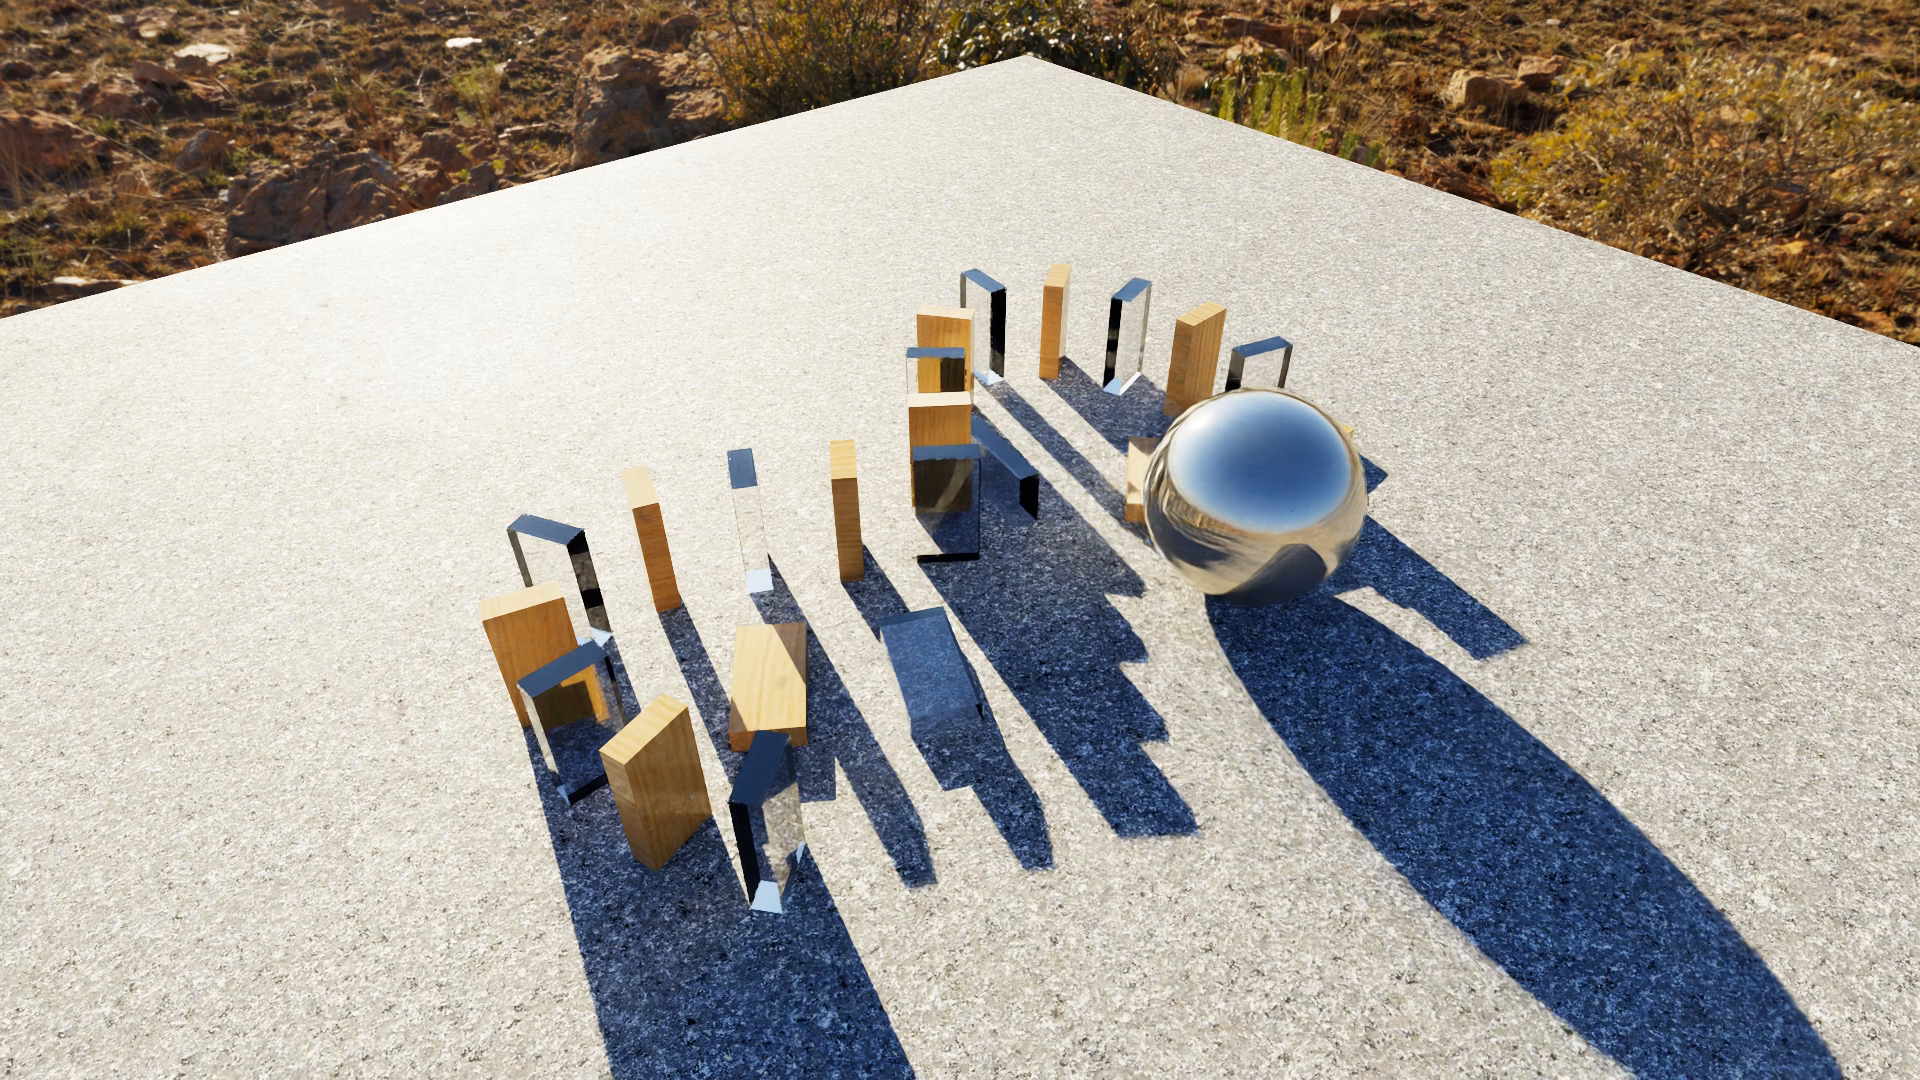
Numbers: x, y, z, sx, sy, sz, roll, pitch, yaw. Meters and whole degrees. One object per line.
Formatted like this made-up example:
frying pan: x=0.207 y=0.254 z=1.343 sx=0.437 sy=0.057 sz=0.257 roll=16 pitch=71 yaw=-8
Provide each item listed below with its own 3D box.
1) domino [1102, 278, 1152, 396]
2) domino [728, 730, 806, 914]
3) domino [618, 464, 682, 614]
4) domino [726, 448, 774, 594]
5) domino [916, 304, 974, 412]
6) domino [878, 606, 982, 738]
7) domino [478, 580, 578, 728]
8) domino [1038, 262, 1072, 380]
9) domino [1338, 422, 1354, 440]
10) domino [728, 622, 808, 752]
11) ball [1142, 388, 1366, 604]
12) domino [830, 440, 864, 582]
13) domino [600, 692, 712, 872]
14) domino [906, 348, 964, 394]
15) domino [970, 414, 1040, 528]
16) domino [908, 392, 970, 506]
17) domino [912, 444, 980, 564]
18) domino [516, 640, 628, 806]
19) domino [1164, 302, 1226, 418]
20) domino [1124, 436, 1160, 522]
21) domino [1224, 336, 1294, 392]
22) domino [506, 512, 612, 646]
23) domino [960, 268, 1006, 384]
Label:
domino: x=0.081 y=-0.098 z=0.531 sx=0.010 sy=0.050 sz=0.025 roll=22 pitch=44 yaw=24
domino: x=-0.054 y=0.081 z=0.313 sx=0.009 sy=0.050 sz=0.025 roll=6 pitch=40 yaw=7
domino: x=-0.116 y=0.000 z=0.412 sx=0.010 sy=0.050 sz=0.025 roll=-16 pitch=42 yaw=-18
domino: x=-0.080 y=-0.007 z=0.420 sx=0.009 sy=0.050 sz=0.025 roll=-9 pitch=40 yaw=-10
domino: x=-0.006 y=-0.084 z=0.514 sx=0.025 sy=0.050 sz=0.010 roll=8 pitch=40 yaw=9
domino: x=-0.011 y=0.045 z=0.388 sx=0.025 sy=0.010 sz=0.050 roll=-10 pitch=40 yaw=-12
domino: x=-0.139 y=0.038 z=0.365 sx=0.025 sy=0.050 sz=0.009 roll=-18 pitch=42 yaw=-20
domino: x=0.047 y=-0.108 z=0.543 sx=0.009 sy=0.050 sz=0.025 roll=8 pitch=40 yaw=10
domino: x=0.152 y=-0.041 z=0.493 sx=0.025 sy=0.010 sz=0.050 roll=30 pitch=48 yaw=32
domino: x=-0.066 y=0.050 z=0.382 sx=0.025 sy=0.009 sz=0.050 roll=-4 pitch=39 yaw=-5
ball: x=0.108 y=-0.016 z=0.408 sx=0.080 sy=0.080 sz=0.080 roll=0 pitch=39 yaw=0
domino: x=-0.043 y=-0.011 z=0.425 sx=0.009 sy=0.050 sz=0.025 roll=-4 pitch=39 yaw=-5
domino: x=-0.088 y=0.072 z=0.324 sx=0.010 sy=0.050 sz=0.025 roll=21 pitch=44 yaw=24
domino: x=-0.010 y=-0.061 z=0.486 sx=0.025 sy=0.050 sz=0.009 roll=0 pitch=39 yaw=0
domino: x=0.016 y=-0.030 z=0.467 sx=0.010 sy=0.025 sz=0.050 roll=-21 pitch=44 yaw=-23
domino: x=-0.008 y=-0.037 z=0.457 sx=0.025 sy=0.050 sz=0.009 roll=-3 pitch=39 yaw=-4
domino: x=-0.005 y=-0.014 z=0.428 sx=0.025 sy=0.050 sz=0.010 roll=-2 pitch=39 yaw=-3
domino: x=-0.118 y=0.057 z=0.342 sx=0.025 sy=0.050 sz=0.010 roll=-32 pitch=49 yaw=-33
domino: x=0.109 y=-0.083 z=0.513 sx=0.025 sy=0.050 sz=0.009 roll=-31 pitch=48 yaw=-32
domino: x=0.085 y=-0.026 z=0.475 sx=0.025 sy=0.010 sz=0.050 roll=5 pitch=40 yaw=6
domino: x=0.131 y=-0.064 z=0.490 sx=0.025 sy=0.050 sz=0.009 roll=-16 pitch=42 yaw=-19
domino: x=-0.142 y=0.015 z=0.393 sx=0.025 sy=0.050 sz=0.009 roll=14 pitch=41 yaw=16
domino: x=0.011 y=-0.104 z=0.539 sx=0.010 sy=0.050 sz=0.025 roll=-23 pitch=45 yaw=-26
